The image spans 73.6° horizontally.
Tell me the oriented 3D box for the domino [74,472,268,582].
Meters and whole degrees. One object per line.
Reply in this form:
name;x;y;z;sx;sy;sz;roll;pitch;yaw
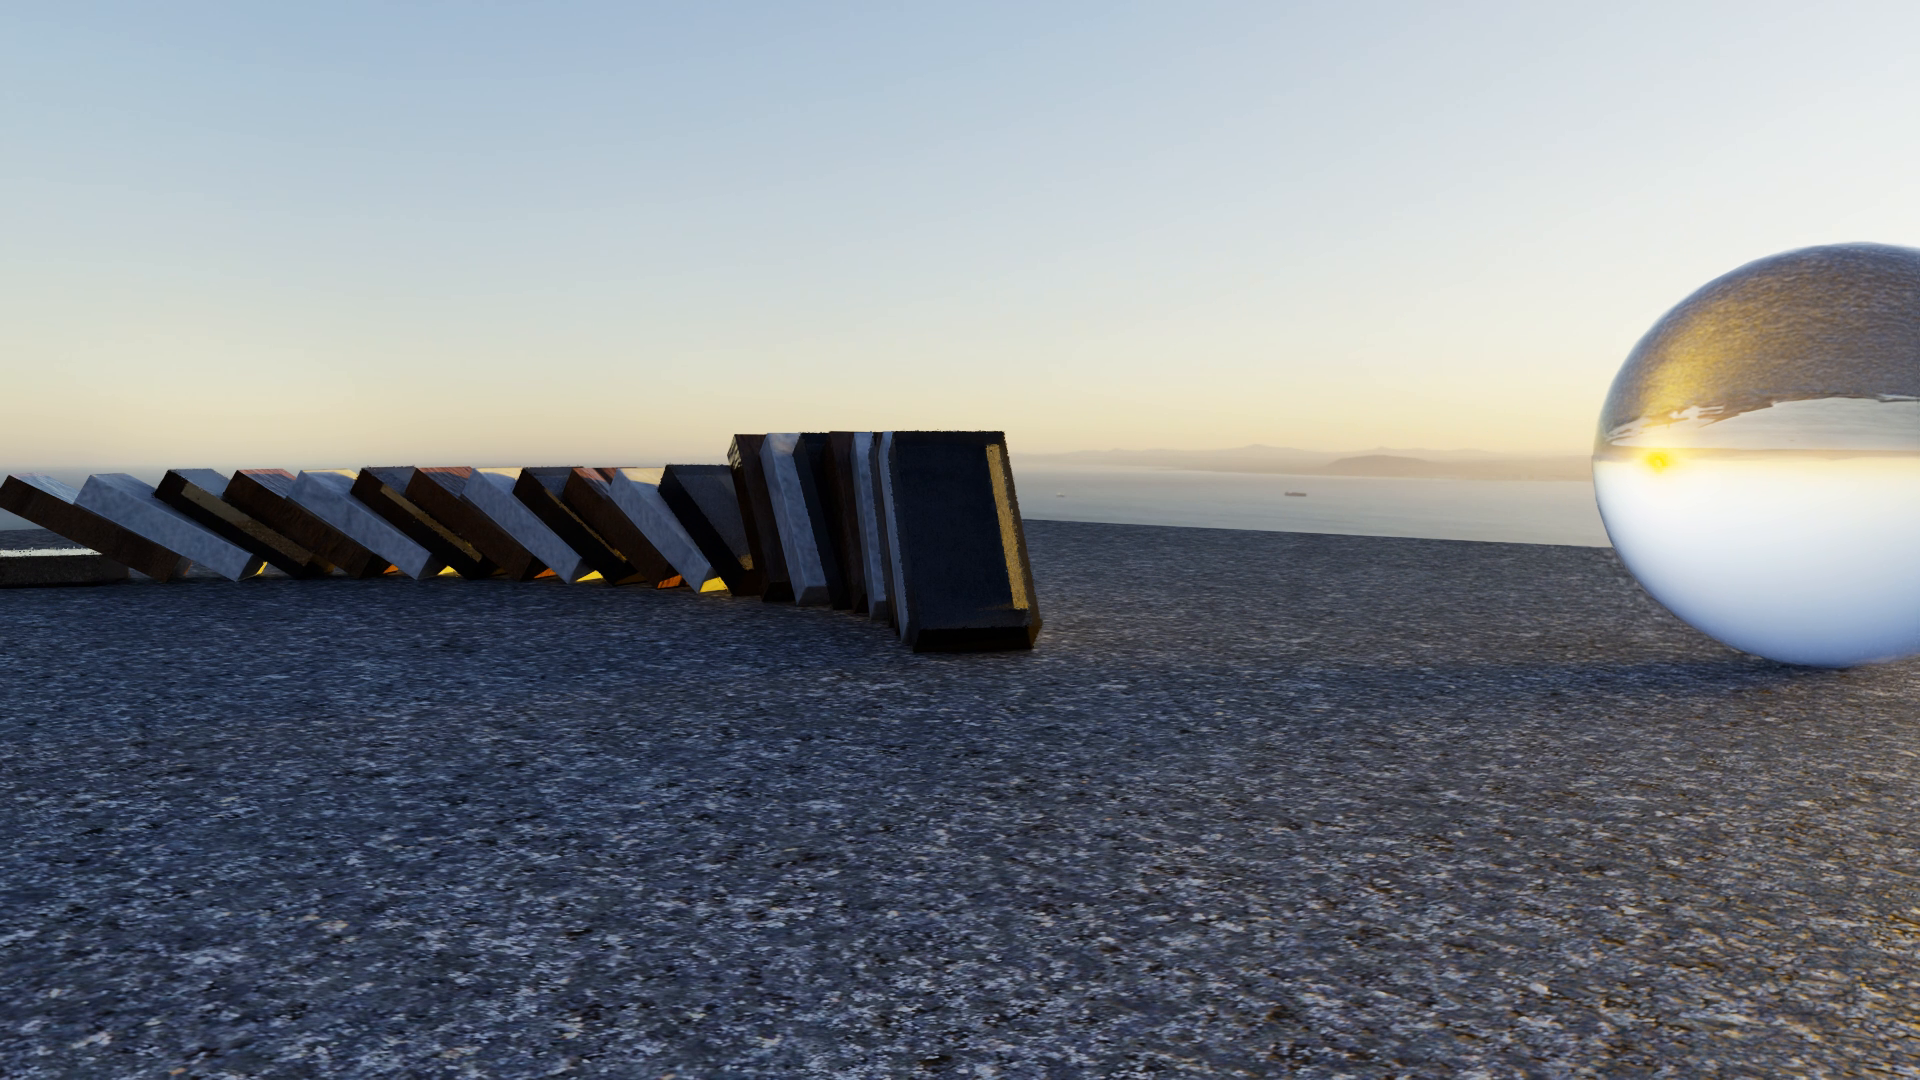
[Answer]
domino;-0.245;-0.004;0.403;0.050;0.009;0.025;30;-3;-13

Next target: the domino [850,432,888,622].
domino;-0.012;-0.004;0.320;0.025;0.050;0.010;-1;-33;-13

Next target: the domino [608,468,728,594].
domino;-0.080;-0.004;0.383;0.050;0.010;0.025;42;28;29

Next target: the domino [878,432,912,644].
domino;-0.003;-0.002;0.286;0.025;0.050;0.009;-1;-33;-13

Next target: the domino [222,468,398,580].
domino;-0.207;-0.006;0.414;0.050;0.009;0.025;32;5;0

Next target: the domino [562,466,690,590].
domino;-0.096;-0.004;0.393;0.050;0.009;0.025;40;25;26

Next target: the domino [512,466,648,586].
domino;-0.113;-0.005;0.401;0.050;0.010;0.025;38;21;22

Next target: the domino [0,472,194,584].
domino;-0.264;-0.004;0.394;0.050;0.010;0.025;30;-5;-19

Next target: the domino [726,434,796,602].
domino;-0.047;-0.007;0.360;0.025;0.050;0.010;-2;-34;-27

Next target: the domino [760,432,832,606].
domino;-0.037;-0.007;0.351;0.025;0.050;0.009;-2;-32;-27

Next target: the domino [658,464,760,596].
domino;-0.065;-0.004;0.373;0.025;0.009;0.050;-2;39;-43

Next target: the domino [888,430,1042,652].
domino;0.000;-0.001;0.274;0.025;0.050;0.010;-1;-33;-13

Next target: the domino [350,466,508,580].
domino;-0.168;-0.006;0.414;0.050;0.009;0.025;34;11;9

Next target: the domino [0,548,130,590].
domino;-0.284;0.009;0.388;0.050;0.010;0.025;-1;4;-17

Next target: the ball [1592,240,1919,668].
ball;0.164;-0.016;0.244;0.080;0.080;0.080;0;4;0

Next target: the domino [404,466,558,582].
domino;-0.150;-0.006;0.411;0.050;0.009;0.025;35;13;12

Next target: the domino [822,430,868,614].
domino;-0.019;-0.005;0.333;0.025;0.050;0.009;-1;-33;-22

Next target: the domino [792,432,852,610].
domino;-0.026;-0.006;0.343;0.025;0.050;0.009;-2;-32;-27

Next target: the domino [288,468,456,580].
domino;-0.187;-0.006;0.415;0.050;0.009;0.025;32;7;4

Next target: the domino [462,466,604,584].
domino;-0.131;-0.005;0.407;0.050;0.010;0.025;36;18;18

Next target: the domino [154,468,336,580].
domino;-0.226;-0.006;0.410;0.050;0.009;0.025;32;1;-5

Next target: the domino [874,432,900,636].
domino;-0.005;-0.002;0.297;0.025;0.050;0.009;-1;-33;-13

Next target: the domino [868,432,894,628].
domino;-0.007;-0.003;0.309;0.025;0.050;0.010;-1;-33;-13
